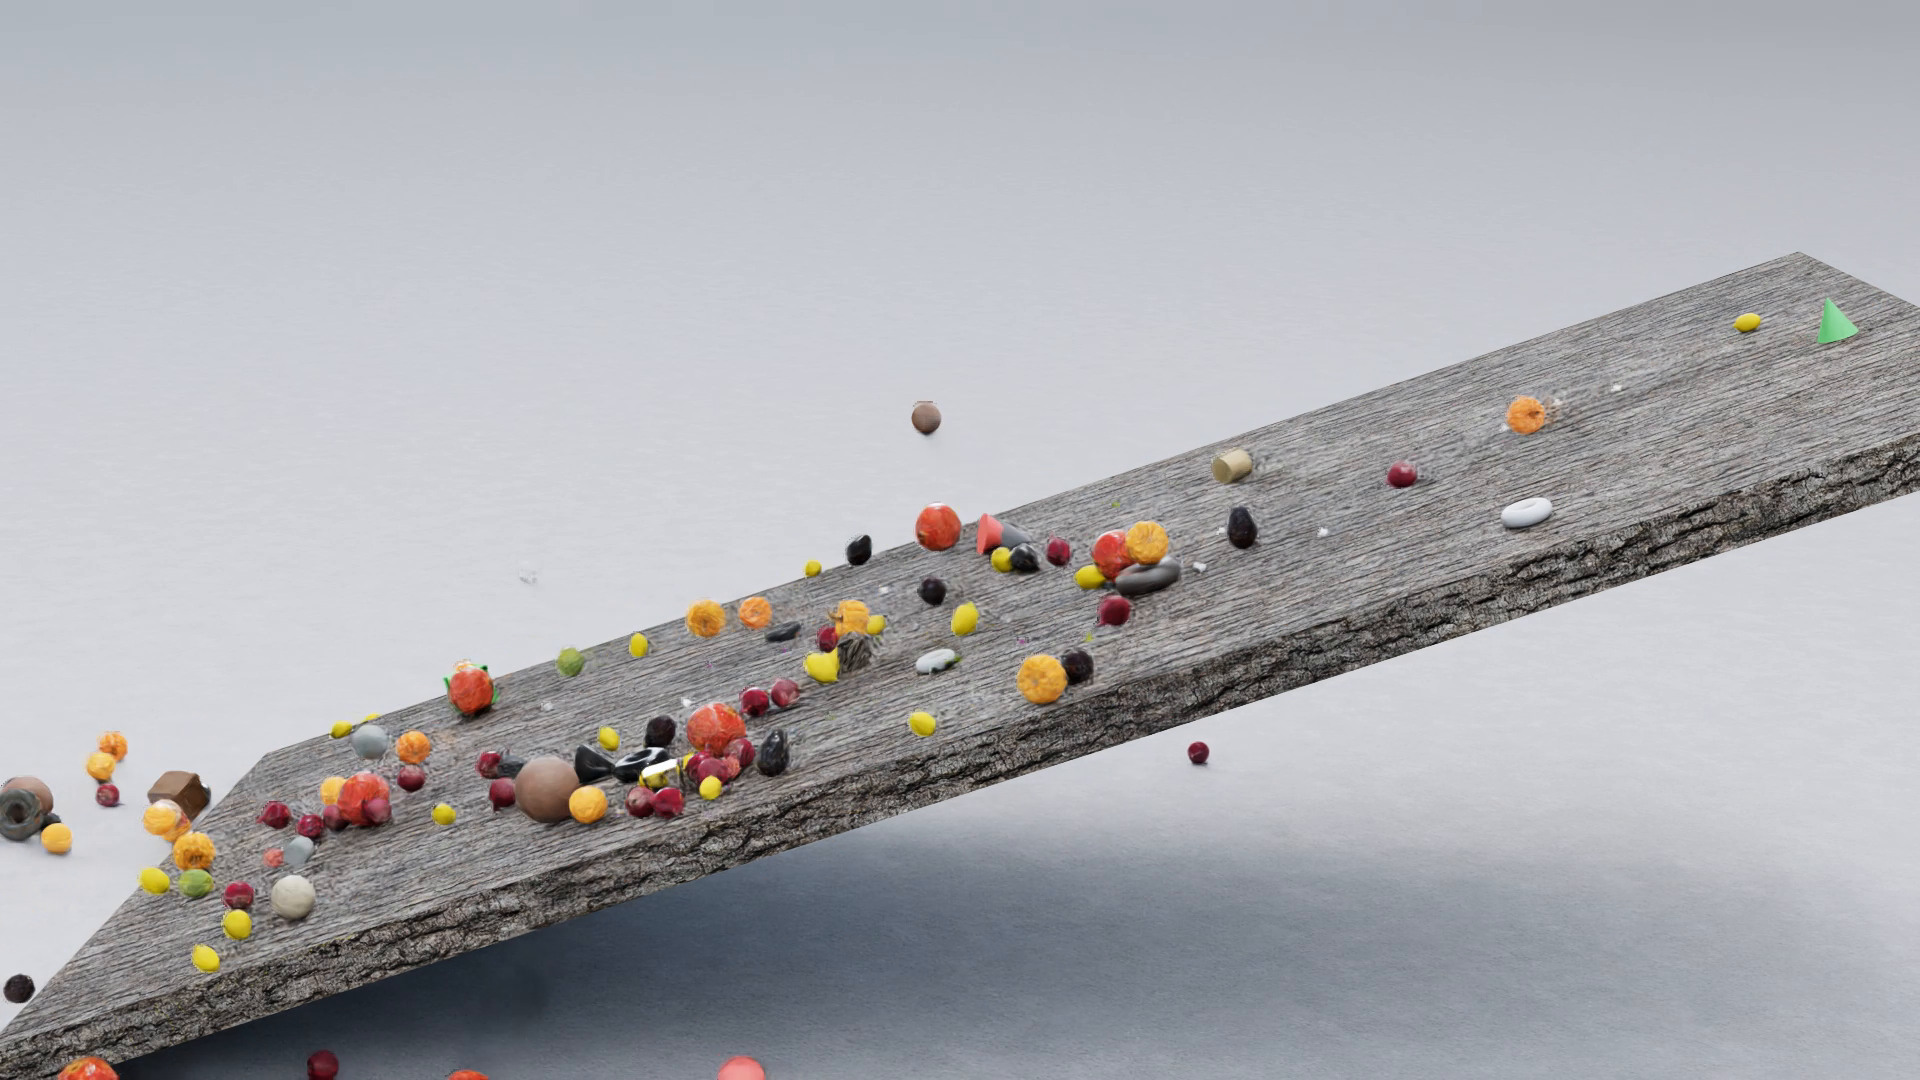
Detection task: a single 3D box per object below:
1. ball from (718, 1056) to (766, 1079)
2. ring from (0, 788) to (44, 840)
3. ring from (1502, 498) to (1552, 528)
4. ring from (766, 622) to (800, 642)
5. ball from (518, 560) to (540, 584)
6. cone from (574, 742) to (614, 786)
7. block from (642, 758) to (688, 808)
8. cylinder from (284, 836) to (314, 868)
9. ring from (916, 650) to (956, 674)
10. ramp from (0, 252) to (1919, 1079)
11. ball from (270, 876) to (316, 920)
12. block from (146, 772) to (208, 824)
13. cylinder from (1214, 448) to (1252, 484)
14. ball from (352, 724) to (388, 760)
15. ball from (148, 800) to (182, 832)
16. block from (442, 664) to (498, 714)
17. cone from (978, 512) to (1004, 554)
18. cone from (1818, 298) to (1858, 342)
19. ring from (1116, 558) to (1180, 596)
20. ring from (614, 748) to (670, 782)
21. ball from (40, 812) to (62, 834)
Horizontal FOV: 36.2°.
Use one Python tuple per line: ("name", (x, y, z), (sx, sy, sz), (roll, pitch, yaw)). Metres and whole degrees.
("ball", (-0.409, 1.014, 5.512), (0.090, 0.090, 0.090), (0, 12, 0))
("ring", (-2.263, 0.659, 7.065), (0.125, 0.125, 0.042), (1, 0, 3))
("ring", (1.052, -0.050, 5.463), (0.097, 0.032, 0.097), (-18, 12, 4))
("ring", (-0.401, 0.210, 6.695), (0.084, 0.028, 0.084), (-19, 12, 4))
("ball", (-1.433, 0.106, 9.787), (0.075, 0.075, 0.075), (0, 12, 0))
("cone", (-0.731, 0.462, 5.978), (0.092, 0.092, 0.092), (8, 12, 1))
("block", (-0.563, 0.464, 5.613), (0.065, 0.065, 0.065), (-19, 11, 0))
("cylinder", (-1.379, 0.649, 6.135), (0.051, 0.051, 0.051), (2, 20, 8))
("ring", (-0.048, 0.244, 5.916), (0.083, 0.028, 0.083), (-18, 12, 4))
("ramp", (0.107, 0.180, 6.305), (4.000, 0.100, 2.000), (-18, 11, 6))
("ball", (-1.289, 0.691, 5.686), (0.086, 0.086, 0.086), (0, 12, 0))
("block", (-1.919, 0.633, 7.213), (0.091, 0.091, 0.091), (1, 31, 22))
("cylinder", (0.621, -0.167, 6.700), (0.063, 0.063, 0.063), (-26, 24, -30))
("ball", (-1.325, 0.455, 6.606), (0.080, 0.080, 0.080), (0, 12, 0))
("ball", (-1.874, 0.650, 6.931), (0.079, 0.079, 0.079), (0, 12, 0))
("block", (-1.189, 0.360, 7.145), (0.089, 0.089, 0.089), (-24, 12, -23))
("cone", (0.100, -0.010, 6.874), (0.098, 0.098, 0.098), (6, 11, -12))
("cone", (1.799, -0.461, 6.067), (0.085, 0.085, 0.085), (-19, 11, 4))
("ring", (0.381, 0.074, 5.970), (0.138, 0.046, 0.138), (-18, 12, 4))
("ring", (-0.636, 0.450, 5.884), (0.117, 0.039, 0.117), (-18, 12, 4))
("ball", (-2.206, 0.687, 7.129), (0.052, 0.052, 0.052), (0, 12, 0))
